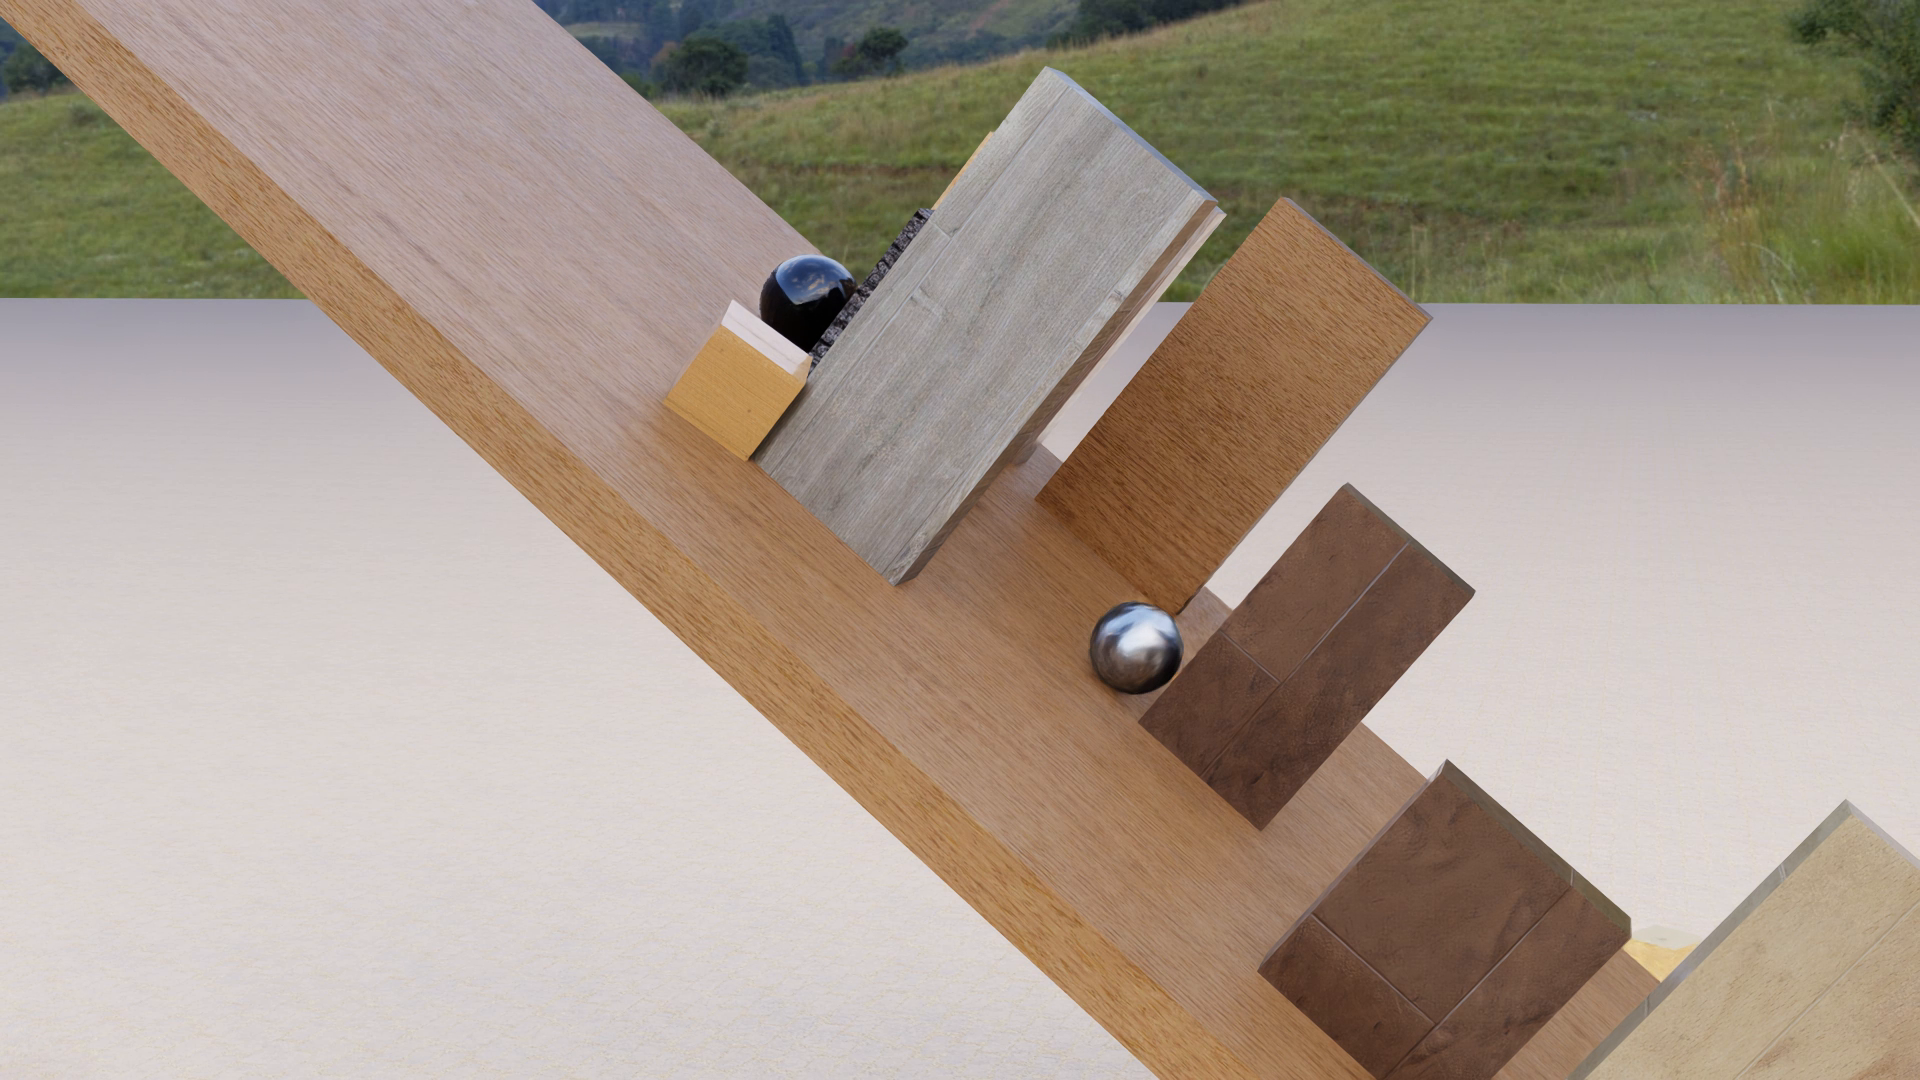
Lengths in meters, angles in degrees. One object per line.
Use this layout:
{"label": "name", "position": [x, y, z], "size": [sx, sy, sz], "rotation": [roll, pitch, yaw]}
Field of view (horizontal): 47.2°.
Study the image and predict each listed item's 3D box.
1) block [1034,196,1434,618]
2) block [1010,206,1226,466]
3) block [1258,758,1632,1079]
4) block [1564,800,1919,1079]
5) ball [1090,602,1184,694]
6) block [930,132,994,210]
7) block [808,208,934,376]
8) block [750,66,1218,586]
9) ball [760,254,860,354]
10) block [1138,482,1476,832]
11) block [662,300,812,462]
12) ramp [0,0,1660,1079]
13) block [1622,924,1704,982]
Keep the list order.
{"label": "block", "position": [0.551, -0.265, 4.486], "size": [0.378, 0.797, 0.115], "rotation": [41, 16, 9]}
{"label": "block", "position": [0.184, -0.555, 4.672], "size": [0.414, 0.683, 0.094], "rotation": [41, 16, 9]}
{"label": "block", "position": [0.704, 0.591, 3.210], "size": [0.344, 0.409, 0.100], "rotation": [41, 16, 9]}
{"label": "block", "position": [1.013, 0.730, 2.862], "size": [0.328, 0.768, 0.084], "rotation": [41, 16, 9]}
{"label": "ball", "position": [0.311, 0.190, 3.877], "size": [0.164, 0.164, 0.164], "rotation": [0, 7, 0]}
{"label": "block", "position": [0.029, -0.456, 4.278], "size": [0.349, 0.568, 0.093], "rotation": [41, 16, 9]}
{"label": "block", "position": [-0.068, -0.356, 4.081], "size": [0.306, 0.409, 0.115], "rotation": [41, 16, 9]}
{"label": "block", "position": [0.029, -0.335, 3.538], "size": [0.327, 0.796, 0.114], "rotation": [41, 16, 9]}
{"label": "ball", "position": [-0.286, -0.450, 4.235], "size": [0.200, 0.200, 0.200], "rotation": [0, 7, 0]}
{"label": "block", "position": [0.590, 0.201, 3.769], "size": [0.283, 0.544, 0.086], "rotation": [41, 16, 9]}
{"label": "block", "position": [-0.364, -0.264, 3.626], "size": [0.165, 0.165, 0.165], "rotation": [36, 16, -11]}
{"label": "ramp", "position": [-0.003, 0.052, 4.042], "size": [4.000, 0.100, 2.000], "rotation": [41, 16, 9]}
{"label": "block", "position": [1.805, 1.094, 5.641], "size": [0.156, 0.156, 0.156], "rotation": [-6, 9, -39]}
